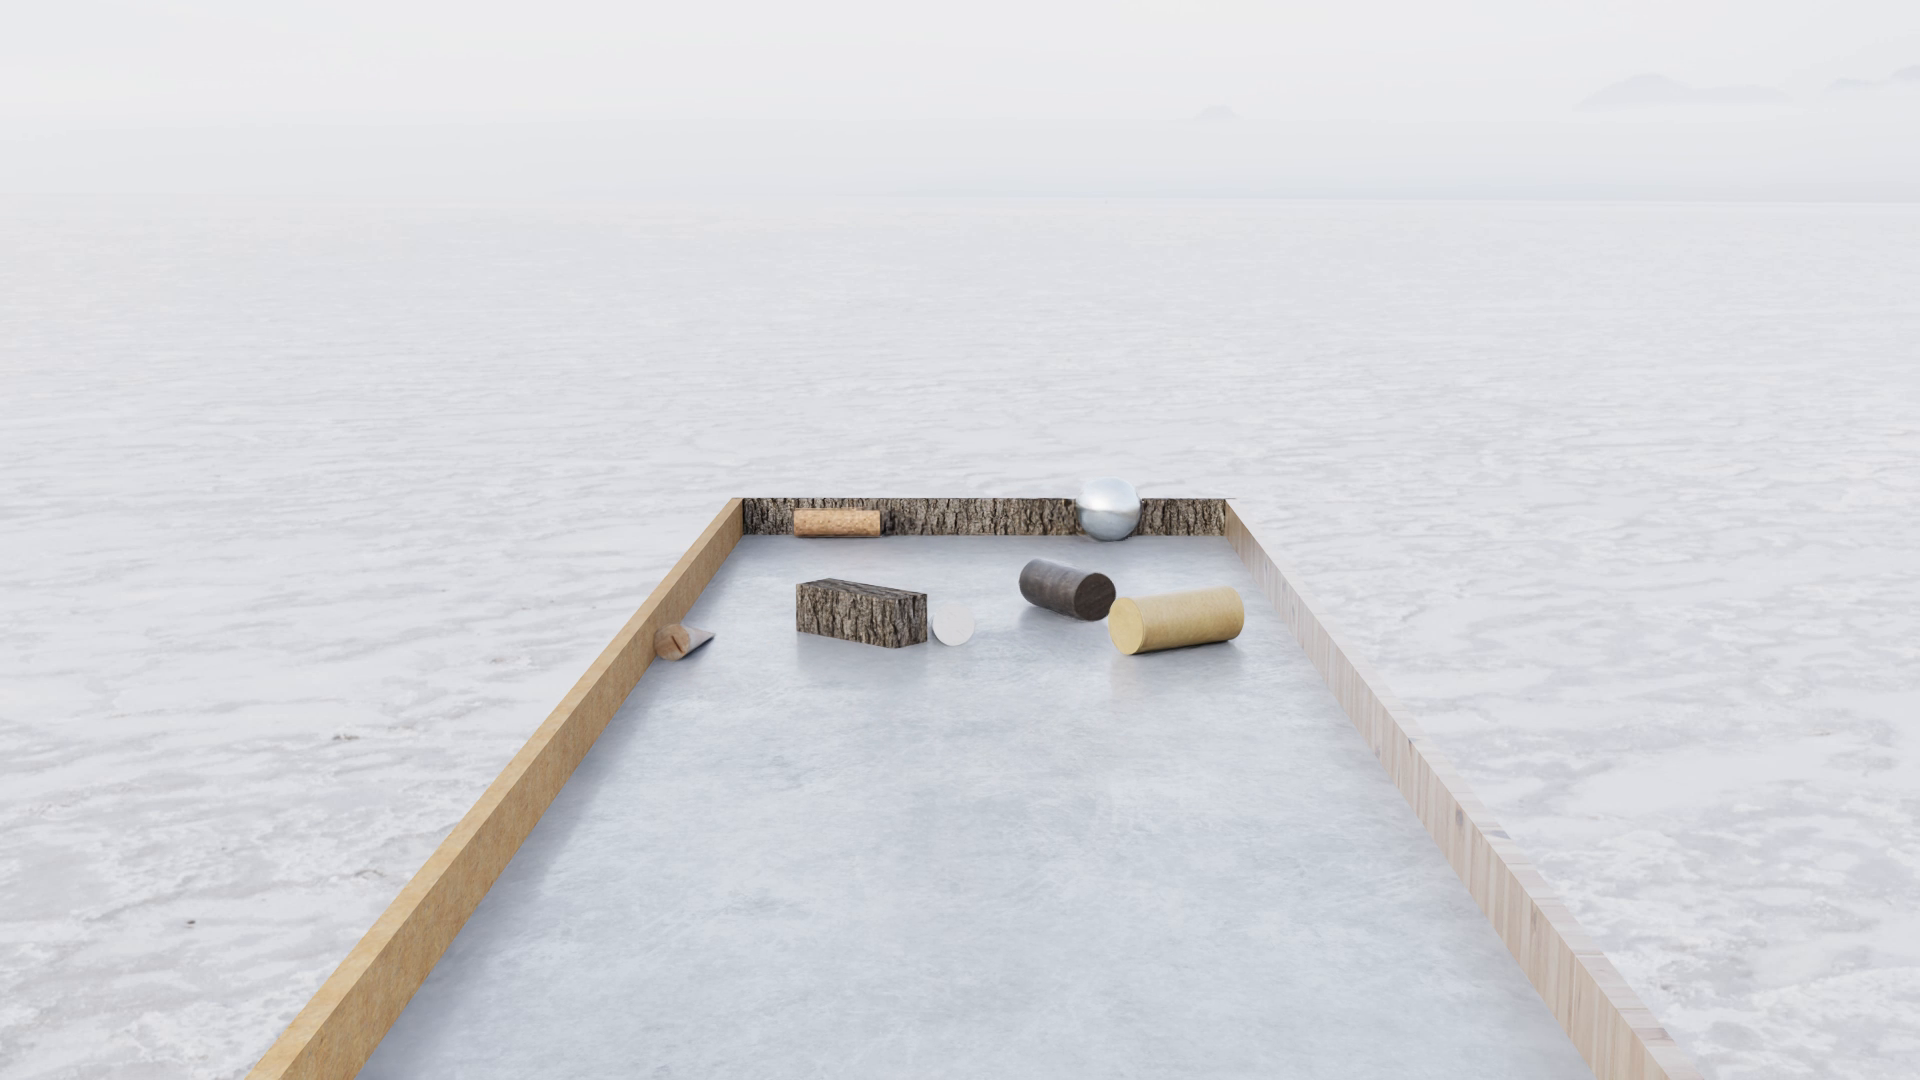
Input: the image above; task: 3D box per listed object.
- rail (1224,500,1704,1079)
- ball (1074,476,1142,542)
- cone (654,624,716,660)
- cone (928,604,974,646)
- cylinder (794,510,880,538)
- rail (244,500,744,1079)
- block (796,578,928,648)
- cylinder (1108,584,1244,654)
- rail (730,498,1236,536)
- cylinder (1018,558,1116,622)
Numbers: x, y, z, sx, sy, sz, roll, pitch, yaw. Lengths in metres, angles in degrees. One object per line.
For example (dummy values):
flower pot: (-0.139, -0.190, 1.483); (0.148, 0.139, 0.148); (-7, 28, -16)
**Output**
rail: (1.046, 0.843, 3.208); (0.050, 0.150, 12.000); (0, 9, 1)
ball: (0.604, -0.130, 8.964); (0.270, 0.270, 0.270); (0, 9, 0)
cone: (-0.831, 0.307, 6.891); (0.115, 0.115, 0.422); (2, 1, 13)
cone: (-0.065, 0.265, 7.122); (0.134, 0.134, 0.435); (-2, 0, -12)
cylinder: (-0.506, -0.066, 9.080); (0.352, 0.108, 0.108); (0, 9, 1)
rail: (-1.004, 0.839, 3.234); (0.050, 0.150, 12.000); (0, 9, 1)
block: (-0.318, 0.233, 7.050); (0.435, 0.154, 0.154); (8, 12, 41)
cylinder: (0.678, 0.247, 6.884); (0.402, 0.178, 0.178); (-6, 11, -32)
rail: (0.099, -0.098, 9.147); (2.100, 0.150, 0.050); (0, 9, 1)
cylinder: (0.360, 0.167, 7.439); (0.163, 0.163, 0.354); (-5, 10, -29)
